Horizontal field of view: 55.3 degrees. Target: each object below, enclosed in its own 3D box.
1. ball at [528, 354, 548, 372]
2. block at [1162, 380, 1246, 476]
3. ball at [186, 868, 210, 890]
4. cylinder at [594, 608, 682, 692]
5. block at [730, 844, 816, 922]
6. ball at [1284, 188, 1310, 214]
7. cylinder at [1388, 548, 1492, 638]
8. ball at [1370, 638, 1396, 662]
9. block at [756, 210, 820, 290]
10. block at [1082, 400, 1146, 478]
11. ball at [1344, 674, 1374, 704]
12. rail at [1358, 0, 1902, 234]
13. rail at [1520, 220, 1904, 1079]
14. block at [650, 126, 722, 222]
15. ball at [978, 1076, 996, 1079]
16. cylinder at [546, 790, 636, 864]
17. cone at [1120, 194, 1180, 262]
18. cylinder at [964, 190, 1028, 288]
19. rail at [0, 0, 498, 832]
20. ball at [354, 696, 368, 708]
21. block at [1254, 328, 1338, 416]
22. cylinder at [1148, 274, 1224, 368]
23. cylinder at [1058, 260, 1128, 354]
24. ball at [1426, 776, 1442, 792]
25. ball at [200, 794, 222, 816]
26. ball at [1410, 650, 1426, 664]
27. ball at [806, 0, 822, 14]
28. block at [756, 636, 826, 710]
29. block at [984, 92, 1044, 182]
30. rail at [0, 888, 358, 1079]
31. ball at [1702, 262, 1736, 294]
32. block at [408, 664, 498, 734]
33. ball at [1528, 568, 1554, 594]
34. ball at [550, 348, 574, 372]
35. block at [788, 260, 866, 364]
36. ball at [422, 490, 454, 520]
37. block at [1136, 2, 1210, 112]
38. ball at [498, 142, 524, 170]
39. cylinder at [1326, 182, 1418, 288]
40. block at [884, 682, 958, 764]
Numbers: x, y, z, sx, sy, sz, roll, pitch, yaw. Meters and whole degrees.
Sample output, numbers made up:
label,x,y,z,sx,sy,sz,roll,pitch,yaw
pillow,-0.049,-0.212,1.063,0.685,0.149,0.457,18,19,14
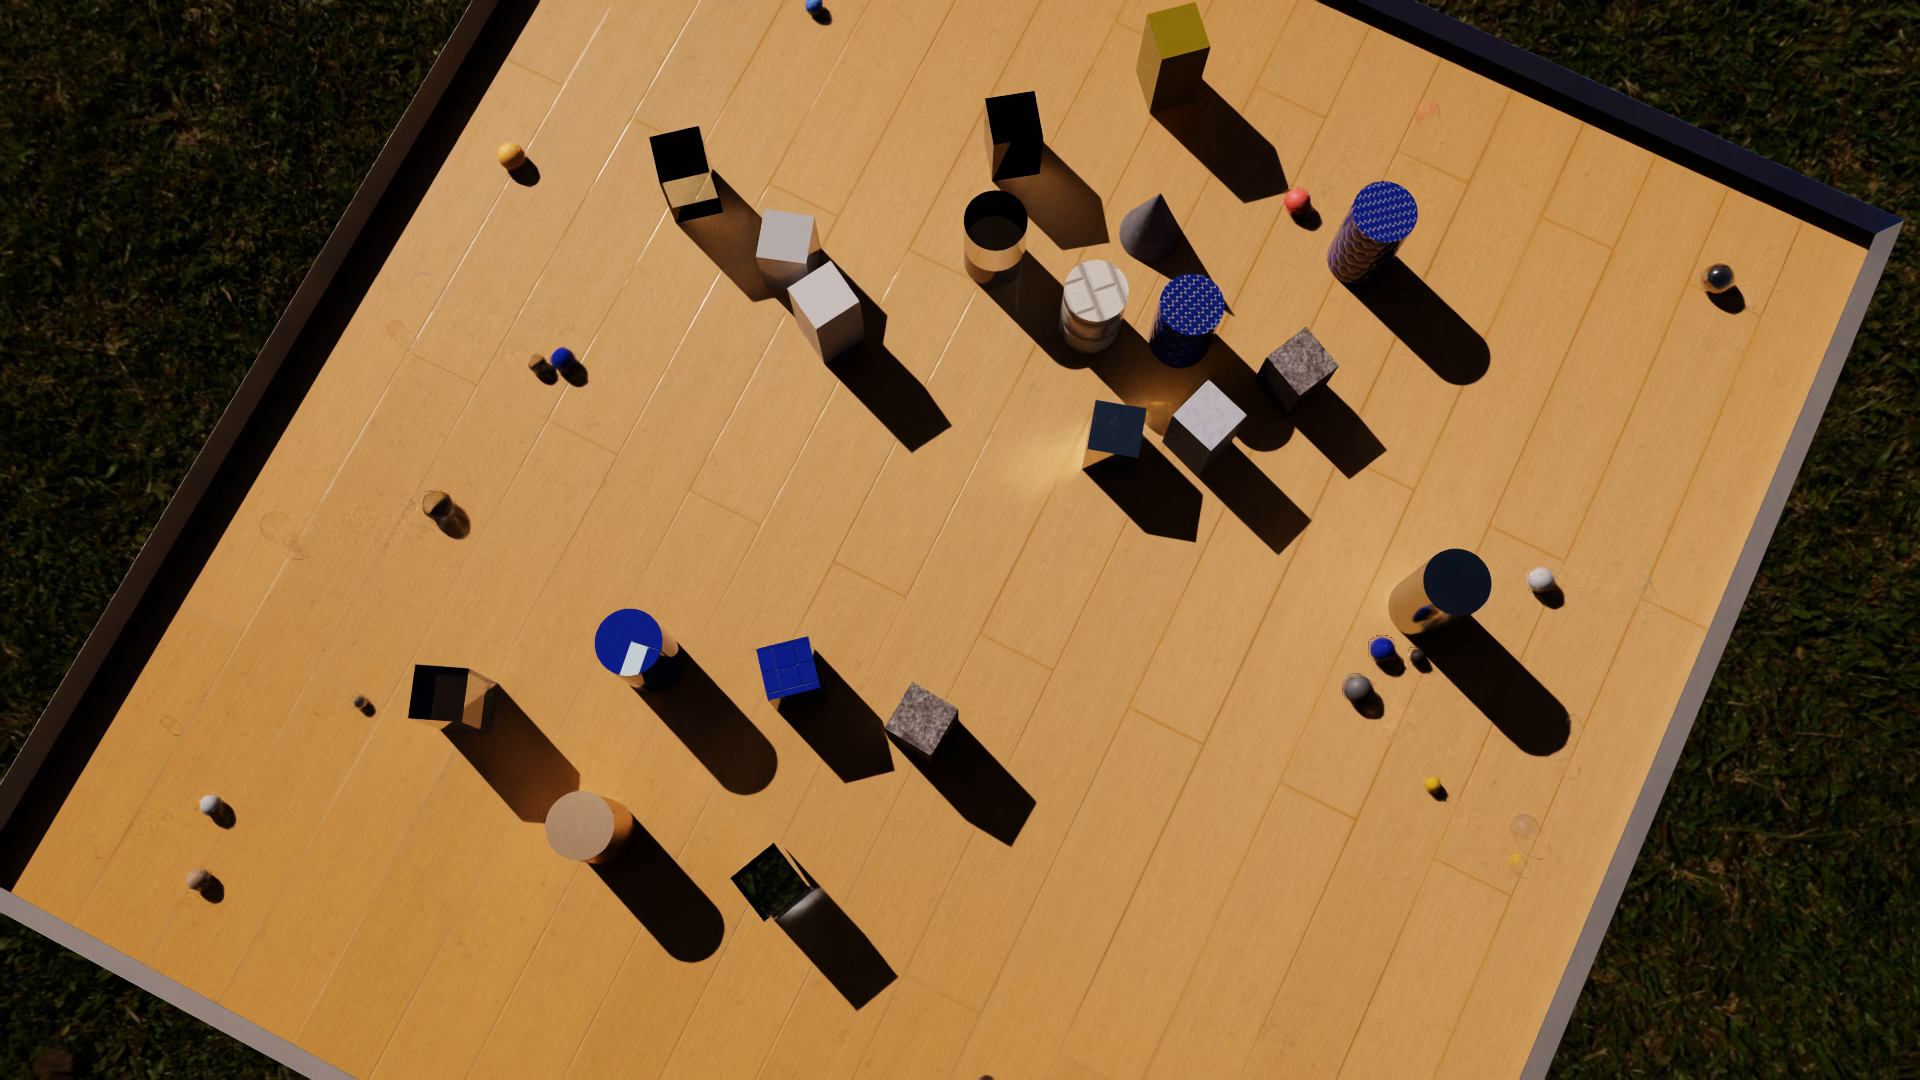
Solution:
label,x,y,z,sx,sy,sz,roll,pitch,yaw
ball,-1.315,-0.549,5.700,0.059,0.059,0.059,0,78,0
block,0.734,-0.335,5.530,0.154,0.305,0.154,44,82,8
ball,-2.234,0.996,5.376,0.067,0.067,0.067,0,78,0
cylinder,-0.936,0.326,5.358,0.193,0.375,0.193,0,78,0
block,-0.532,0.984,5.254,0.154,0.311,0.154,-39,81,-7
ball,1.068,-1.072,5.797,0.080,0.080,0.080,0,78,0
cylinder,1.398,0.162,5.363,0.193,0.432,0.193,0,78,0
ball,1.270,0.330,5.510,0.075,0.075,0.075,0,78,0
block,-0.528,-0.889,5.662,0.154,0.271,0.154,8,78,2
block,0.465,-0.305,5.553,0.154,0.248,0.154,10,78,2
ball,1.192,0.445,5.481,0.085,0.085,0.085,0,78,0
rail,0.980,-1.913,5.947,4.350,0.125,0.045,26,80,5
rail,1.924,0.949,5.355,0.045,0.125,4.431,26,80,5
block,-0.847,-1.130,5.686,0.154,0.321,0.154,-13,79,-3
ball,0.078,1.573,5.253,0.075,0.075,0.075,0,78,0
cylinder,-1.058,0.830,5.269,0.193,0.345,0.193,0,78,0
cone,0.602,-1.006,5.653,0.193,0.336,0.193,0,78,0
cylinder,0.107,-0.923,5.641,0.193,0.326,0.193,0,78,0
rail,-1.924,-0.936,5.745,0.045,0.125,4.431,26,80,5
ball,-1.798,0.486,5.495,0.040,0.040,0.040,0,78,0
block,1.026,-0.511,5.599,0.154,0.241,0.154,-37,81,-7
cylinder,0.687,-0.664,5.586,0.193,0.328,0.193,0,78,0
cylinder,0.405,-0.707,5.595,0.193,0.328,0.193,0,78,0
ball,1.405,0.727,5.442,0.047,0.047,0.047,0,78,0
ball,-2.216,0.785,5.421,0.064,0.064,0.064,0,78,0
ball,1.378,0.352,5.520,0.047,0.047,0.047,0,78,0
ball,-0.474,-1.737,5.947,0.057,0.057,0.057,0,78,0
block,-0.495,0.396,5.400,0.154,0.264,0.154,-14,79,-3
block,0.165,-1.261,5.733,0.154,0.282,0.154,-9,78,-2
rail,-0.980,1.927,5.153,4.350,0.125,0.045,26,80,5
ball,2.374,-0.819,5.737,0.096,0.096,0.096,0,78,0
block,-1.476,0.467,5.351,0.154,0.331,0.154,4,78,1
ball,1.761,0.122,5.551,0.078,0.078,0.078,0,78,0
ball,-1.234,-0.561,5.695,0.074,0.074,0.074,0,78,0
block,-0.404,-0.689,5.582,0.154,0.347,0.154,-34,80,-7
ball,-1.594,-0.105,5.591,0.092,0.092,0.092,0,78,0
block,0.663,-1.506,5.736,0.154,0.376,0.154,-15,79,-3
ball,-1.428,-1.222,5.827,0.083,0.083,0.083,0,78,0
cylinder,1.257,-0.931,5.610,0.193,0.391,0.193,0,78,0
block,-0.110,0.538,5.353,0.154,0.298,0.154,30,80,6
